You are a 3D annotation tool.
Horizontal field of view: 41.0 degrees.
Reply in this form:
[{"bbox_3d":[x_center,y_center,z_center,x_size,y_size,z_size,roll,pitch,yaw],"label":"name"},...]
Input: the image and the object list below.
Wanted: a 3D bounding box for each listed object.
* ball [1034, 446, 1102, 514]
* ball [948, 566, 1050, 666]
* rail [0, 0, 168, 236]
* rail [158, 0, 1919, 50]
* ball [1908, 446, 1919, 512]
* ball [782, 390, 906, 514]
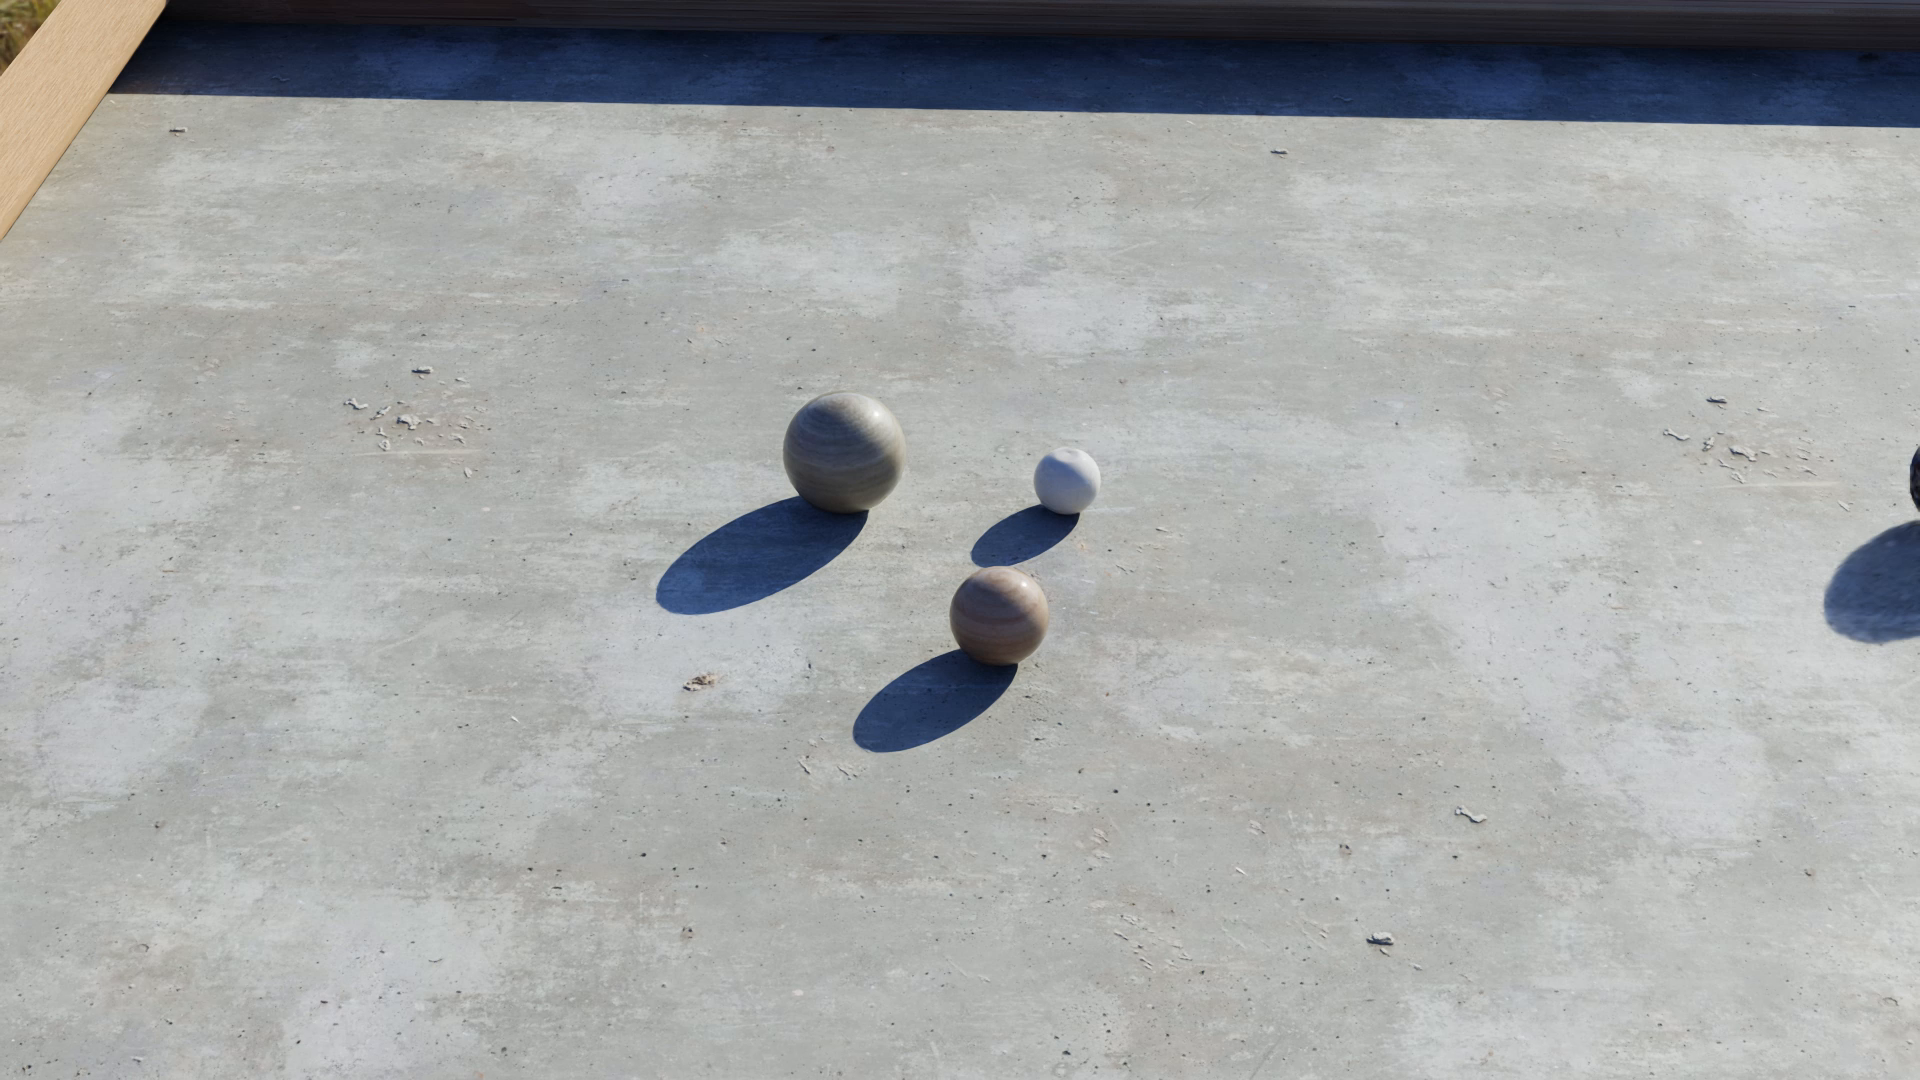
[{"bbox_3d":[0.076,-0.042,1.833,0.048,0.048,0.048,0,36,0],"label":"ball"},{"bbox_3d":[0.026,0.050,1.688,0.066,0.066,0.066,0,36,0],"label":"ball"},{"bbox_3d":[-0.809,-0.040,1.771,0.045,0.115,1.795,1,36,2],"label":"rail"},{"bbox_3d":[0.870,-0.507,2.424,3.334,0.115,0.045,1,36,2],"label":"rail"},{"bbox_3d":[0.713,-0.043,1.800,0.088,0.088,0.088,0,36,0],"label":"ball"},{"bbox_3d":[-0.082,-0.063,1.827,0.089,0.089,0.089,0,36,0],"label":"ball"}]
